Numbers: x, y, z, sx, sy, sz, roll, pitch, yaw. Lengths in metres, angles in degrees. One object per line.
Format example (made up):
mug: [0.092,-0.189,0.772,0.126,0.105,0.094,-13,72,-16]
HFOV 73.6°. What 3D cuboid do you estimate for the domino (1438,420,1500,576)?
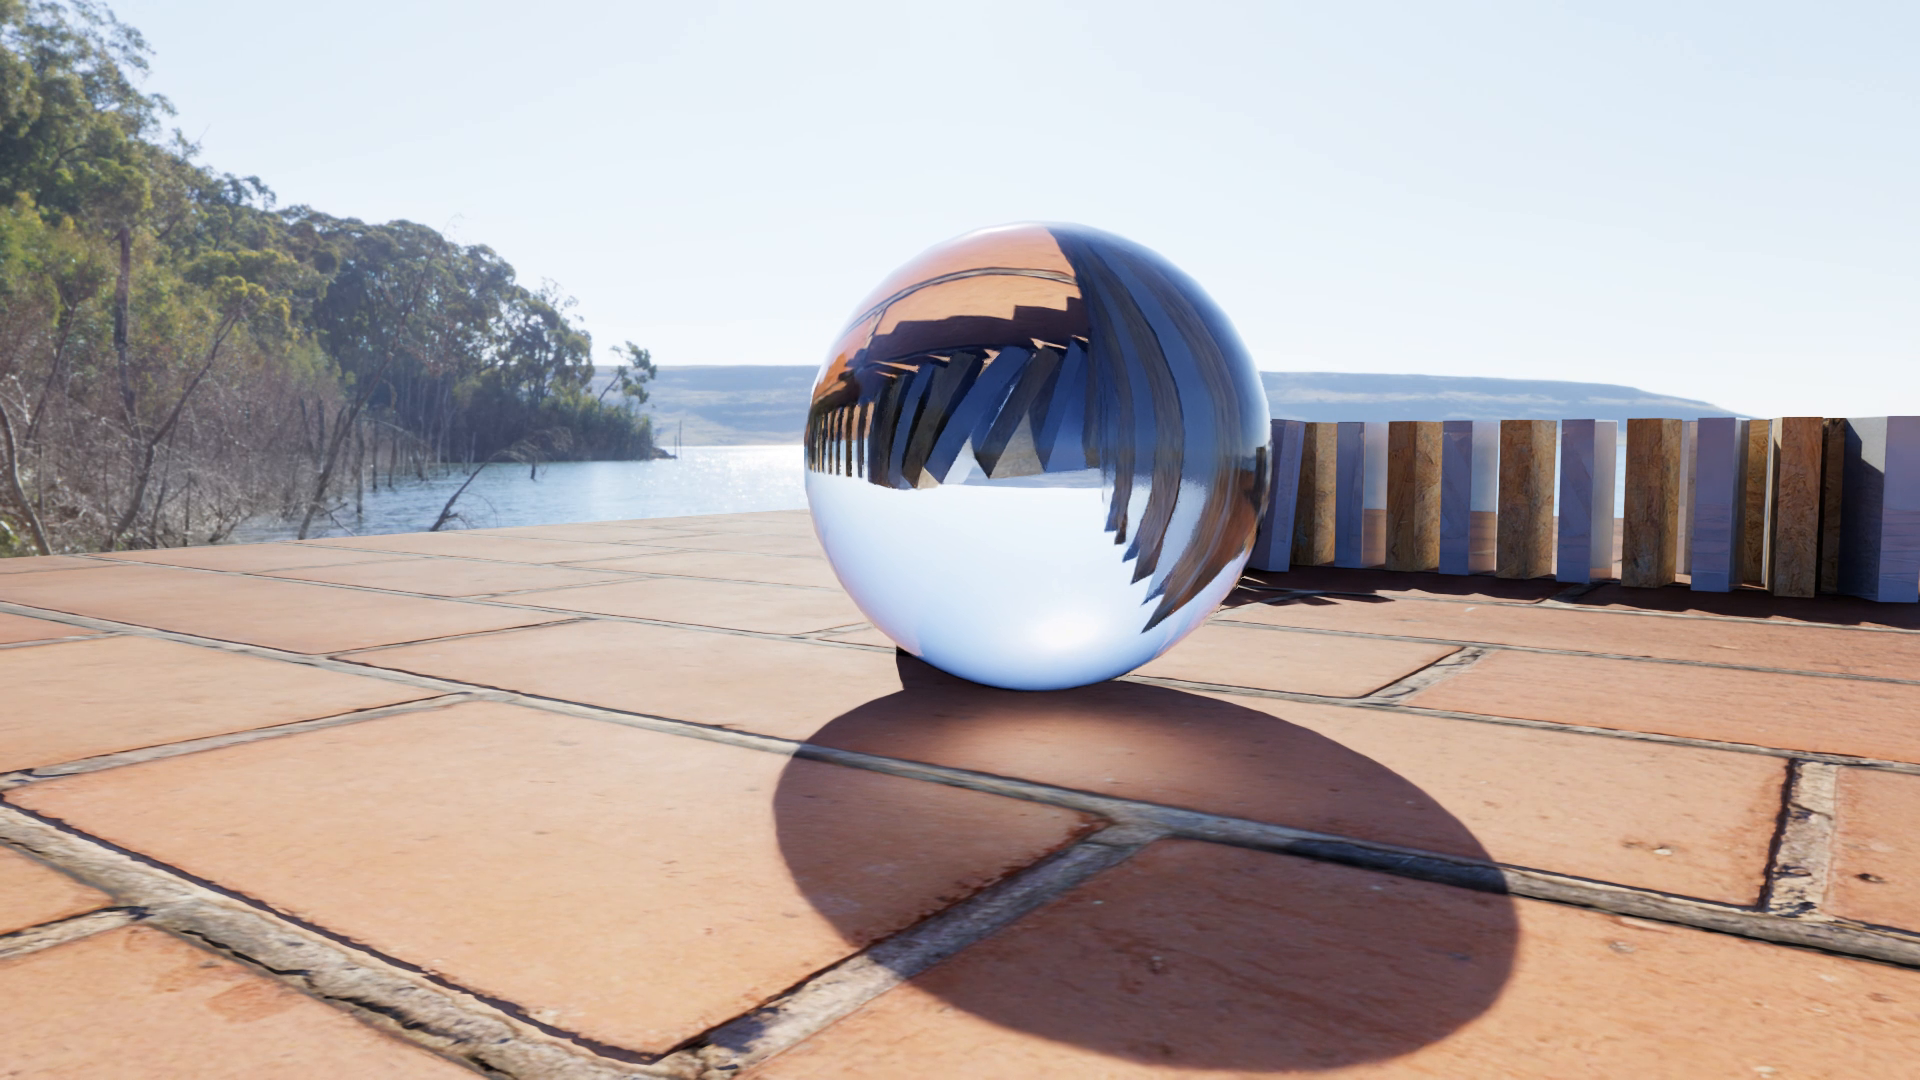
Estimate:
domino: [0.169,-0.014,0.425,0.009,0.050,0.025,4,6,41]

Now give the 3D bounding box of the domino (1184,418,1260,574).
domino: [0.086,-0.015,0.427,0.009,0.050,0.025,9,2,-11]

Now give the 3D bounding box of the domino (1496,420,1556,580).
domino: [0.183,-0.013,0.413,0.010,0.050,0.025,4,6,41]

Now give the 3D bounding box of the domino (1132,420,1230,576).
domino: [0.072,-0.014,0.424,0.010,0.050,0.025,19,1,-10]

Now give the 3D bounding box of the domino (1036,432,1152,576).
domino: [0.042,-0.012,0.423,0.009,0.050,0.025,35,0,-7]

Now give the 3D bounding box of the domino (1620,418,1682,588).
domino: [0.210,-0.012,0.390,0.010,0.050,0.025,4,6,40]

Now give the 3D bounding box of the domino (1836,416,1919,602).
domino: [0.255,-0.009,0.355,0.009,0.050,0.025,1,4,13]

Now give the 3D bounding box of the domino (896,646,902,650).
domino: [-0.001,-0.002,0.273,0.025,0.050,0.009,0,-27,-1]

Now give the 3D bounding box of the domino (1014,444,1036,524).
domino: [0.006,-0.010,0.419,0.025,0.009,0.050,-2,46,23]

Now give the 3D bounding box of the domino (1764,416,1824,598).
domino: [0.238,-0.010,0.367,0.009,0.050,0.025,2,5,27]

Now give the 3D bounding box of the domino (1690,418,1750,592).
domino: [0.224,-0.011,0.378,0.010,0.050,0.025,4,6,39]

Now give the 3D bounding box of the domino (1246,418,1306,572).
domino: [0.101,-0.016,0.433,0.010,0.050,0.025,2,6,-33]

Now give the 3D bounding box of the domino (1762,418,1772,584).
domino: [0.258,-0.012,0.388,0.025,0.050,0.009,-1,4,-15]

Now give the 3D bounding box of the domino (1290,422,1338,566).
domino: [0.126,-0.017,0.460,0.009,0.050,0.025,3,5,32]

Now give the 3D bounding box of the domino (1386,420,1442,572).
domino: [0.155,-0.015,0.437,0.009,0.050,0.025,4,6,40]

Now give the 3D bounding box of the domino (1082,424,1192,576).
domino: [0.058,-0.014,0.422,0.010,0.050,0.025,26,1,-7]

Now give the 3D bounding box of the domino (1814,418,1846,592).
domino: [0.262,-0.010,0.372,0.025,0.050,0.009,1,4,8]

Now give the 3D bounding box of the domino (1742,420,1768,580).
domino: [0.253,-0.013,0.406,0.025,0.050,0.009,-1,4,-17]

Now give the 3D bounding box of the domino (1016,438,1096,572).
domino: [0.023,-0.012,0.428,0.025,0.050,0.009,0,-41,49]

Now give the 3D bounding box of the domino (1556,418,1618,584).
domino: [0.196,-0.013,0.402,0.009,0.050,0.025,4,6,41]

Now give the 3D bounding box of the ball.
ball: [0.013,-0.014,0.221,0.080,0.080,0.080,0,4,0]

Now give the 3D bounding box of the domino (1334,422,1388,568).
domino: [0.141,-0.016,0.449,0.010,0.050,0.025,3,5,38]

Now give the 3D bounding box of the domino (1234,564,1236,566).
domino: [0.103,-0.016,0.450,0.025,0.050,0.010,1,4,16]

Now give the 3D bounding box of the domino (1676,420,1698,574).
domino: [0.248,-0.014,0.423,0.025,0.050,0.009,-1,4,-8]
